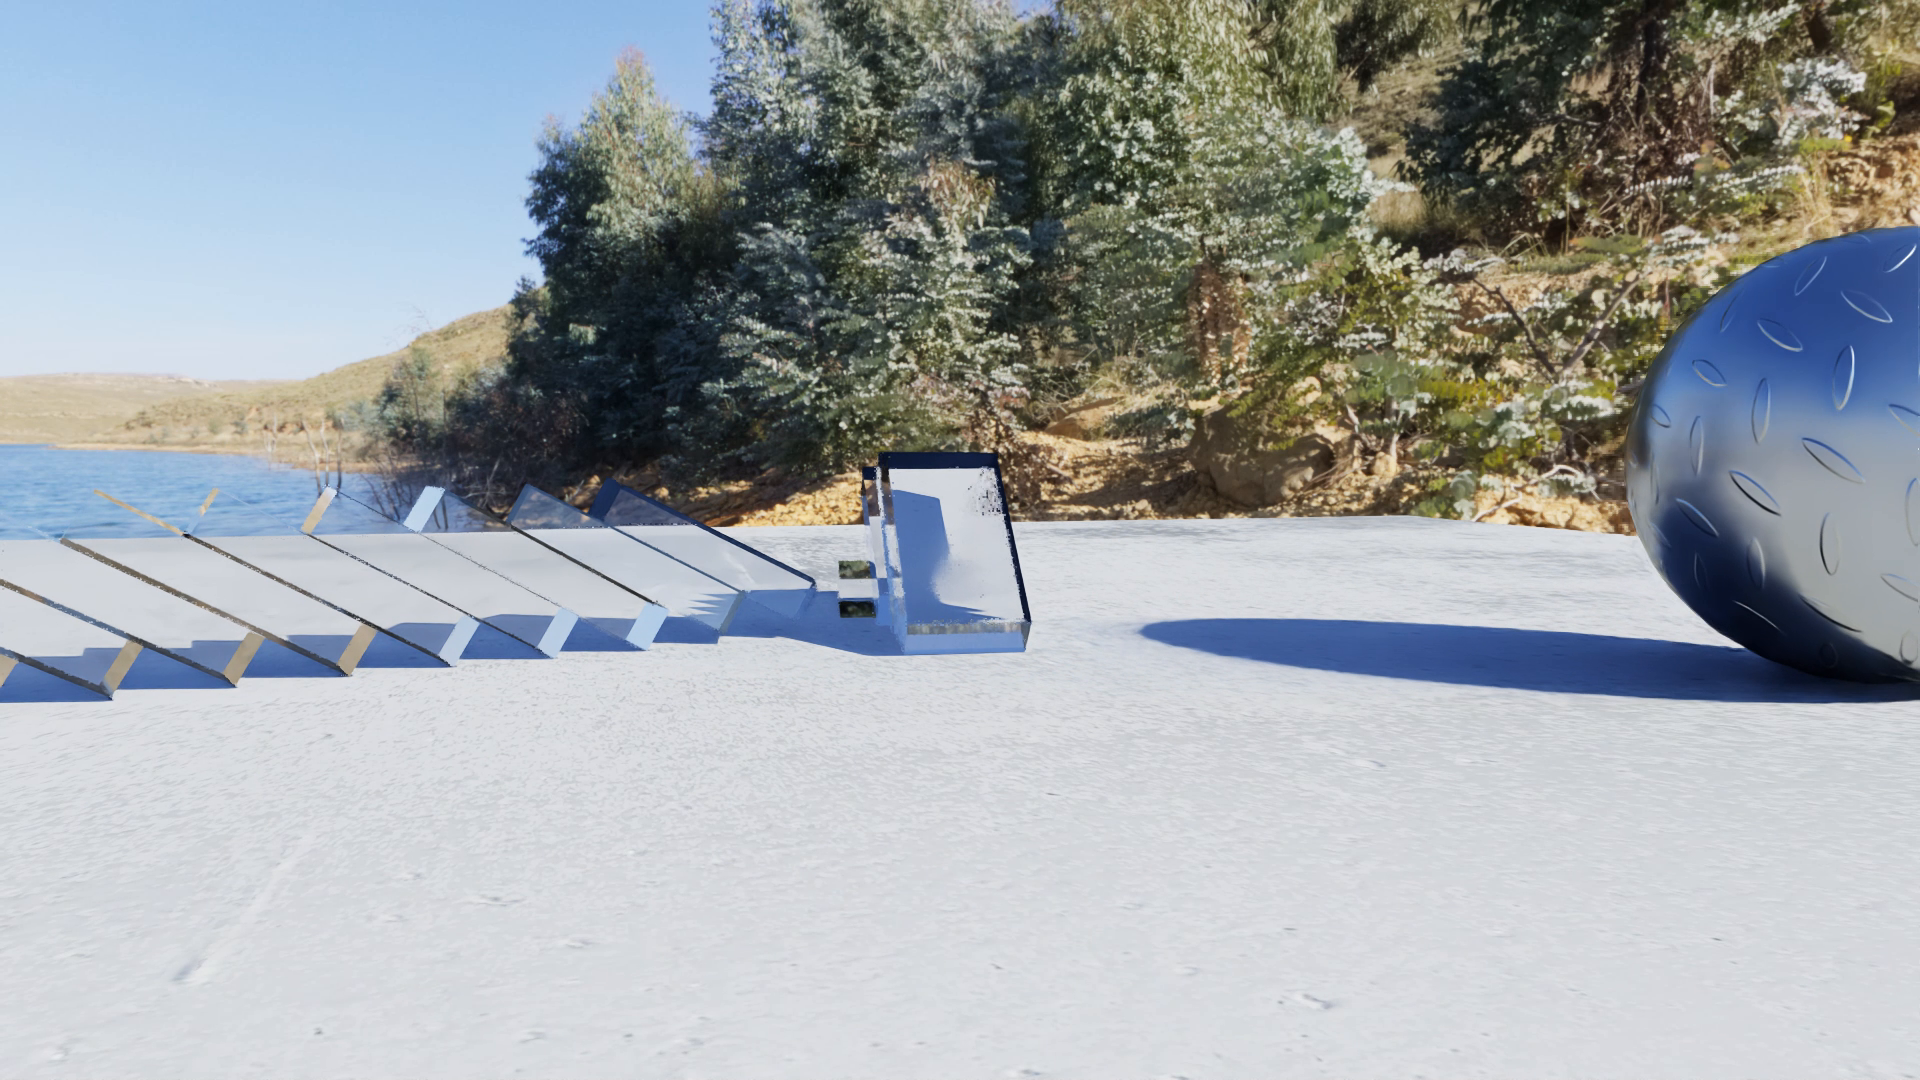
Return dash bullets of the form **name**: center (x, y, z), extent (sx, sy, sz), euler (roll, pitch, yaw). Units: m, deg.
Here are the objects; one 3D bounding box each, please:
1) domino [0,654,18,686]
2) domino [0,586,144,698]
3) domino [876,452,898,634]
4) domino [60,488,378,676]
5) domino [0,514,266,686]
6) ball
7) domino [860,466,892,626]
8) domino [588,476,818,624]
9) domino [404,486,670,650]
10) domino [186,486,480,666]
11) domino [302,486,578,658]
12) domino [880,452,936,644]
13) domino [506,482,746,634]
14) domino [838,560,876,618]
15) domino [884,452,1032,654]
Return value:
- **domino**: center (-0.175, 0.011, 0.194), extent (0.025, 0.009, 0.050), euler (4, -26, 42)
- **domino**: center (-0.163, 0.009, 0.209), extent (0.050, 0.009, 0.025), euler (36, -20, -35)
- **domino**: center (-0.005, 0.000, 0.303), extent (0.025, 0.009, 0.050), euler (-1, 46, -9)
- **domino**: center (-0.134, 0.008, 0.234), extent (0.050, 0.009, 0.025), euler (35, -15, -30)
- **domino**: center (-0.149, 0.009, 0.221), extent (0.050, 0.009, 0.025), euler (35, -18, -33)
- **ball**: center (0.162, -0.015, 0.227), extent (0.080, 0.080, 0.080), euler (0, 4, 0)
- **domino**: center (-0.010, 0.000, 0.319), extent (0.025, 0.009, 0.050), euler (-1, 40, -9)
- **domino**: center (-0.057, 0.003, 0.290), extent (0.050, 0.009, 0.025), euler (26, -9, -1)
- **domino**: center (-0.087, 0.006, 0.264), extent (0.050, 0.009, 0.025), euler (33, -13, -28)
- **domino**: center (-0.119, 0.007, 0.244), extent (0.050, 0.009, 0.025), euler (34, -14, -29)
- **domino**: center (-0.103, 0.006, 0.254), extent (0.050, 0.009, 0.025), euler (33, -13, -28)
- **domino**: center (-0.003, 0.001, 0.289), extent (0.025, 0.009, 0.050), euler (-1, 46, -9)
- **domino**: center (-0.072, 0.004, 0.278), extent (0.050, 0.009, 0.025), euler (28, -9, -13)
- **domino**: center (-0.019, 0.012, 0.340), extent (0.025, 0.009, 0.050), euler (0, 4, -6)
- **domino**: center (-0.002, 0.002, 0.275), extent (0.025, 0.009, 0.050), euler (-1, 46, -9)
